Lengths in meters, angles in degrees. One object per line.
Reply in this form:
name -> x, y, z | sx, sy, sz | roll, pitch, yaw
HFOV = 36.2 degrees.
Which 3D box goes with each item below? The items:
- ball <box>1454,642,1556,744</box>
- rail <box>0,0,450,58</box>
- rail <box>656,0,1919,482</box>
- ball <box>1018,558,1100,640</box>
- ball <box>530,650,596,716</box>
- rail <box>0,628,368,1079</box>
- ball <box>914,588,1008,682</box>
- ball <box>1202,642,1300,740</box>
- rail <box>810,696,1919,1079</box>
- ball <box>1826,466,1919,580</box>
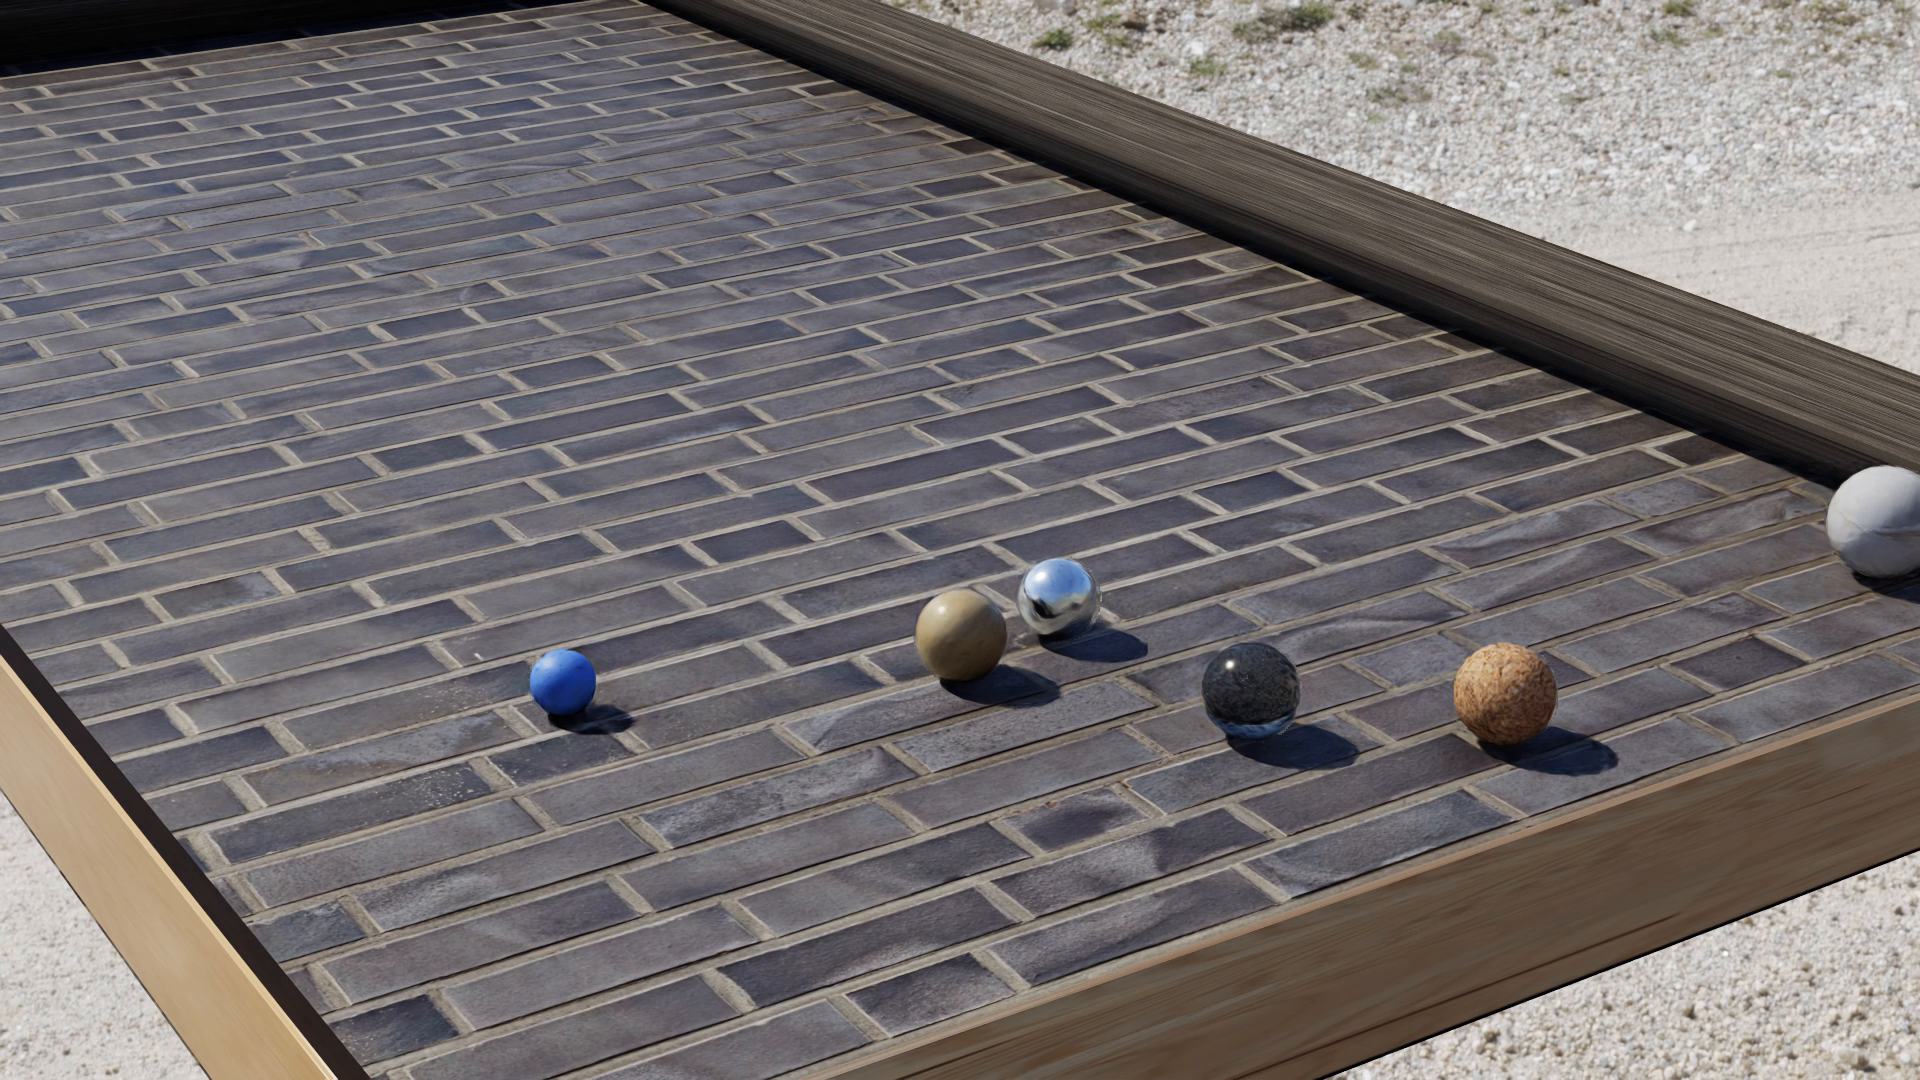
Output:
ball -> 0.385, 0.109, 2.077 | 0.072, 0.072, 0.072 | 0, 23, 0
rail -> -1.151, -0.727, 3.994 | 1.504, 0.118, 0.045 | -14, 27, -30
rail -> 0.226, -0.414, 3.254 | 0.045, 0.118, 2.884 | -14, 27, -30
ball -> 0.075, 0.045, 2.240 | 0.063, 0.063, 0.063 | 0, 23, 0
ball -> -0.286, 0.103, 2.121 | 0.048, 0.048, 0.048 | 0, 23, 0
rail -> -1.002, -0.110, 2.532 | 0.045, 0.118, 2.884 | -14, 27, -30
ball -> 0.001, 0.070, 2.173 | 0.068, 0.068, 0.068 | 0, 23, 0
ball -> 0.206, 0.107, 2.082 | 0.070, 0.070, 0.070 | 0, 23, 0
rail -> 0.375, 0.203, 1.791 | 1.504, 0.118, 0.045 | -14, 27, -30
ball -> 0.738, -0.014, 2.343 | 0.091, 0.091, 0.091 | 0, 23, 0
